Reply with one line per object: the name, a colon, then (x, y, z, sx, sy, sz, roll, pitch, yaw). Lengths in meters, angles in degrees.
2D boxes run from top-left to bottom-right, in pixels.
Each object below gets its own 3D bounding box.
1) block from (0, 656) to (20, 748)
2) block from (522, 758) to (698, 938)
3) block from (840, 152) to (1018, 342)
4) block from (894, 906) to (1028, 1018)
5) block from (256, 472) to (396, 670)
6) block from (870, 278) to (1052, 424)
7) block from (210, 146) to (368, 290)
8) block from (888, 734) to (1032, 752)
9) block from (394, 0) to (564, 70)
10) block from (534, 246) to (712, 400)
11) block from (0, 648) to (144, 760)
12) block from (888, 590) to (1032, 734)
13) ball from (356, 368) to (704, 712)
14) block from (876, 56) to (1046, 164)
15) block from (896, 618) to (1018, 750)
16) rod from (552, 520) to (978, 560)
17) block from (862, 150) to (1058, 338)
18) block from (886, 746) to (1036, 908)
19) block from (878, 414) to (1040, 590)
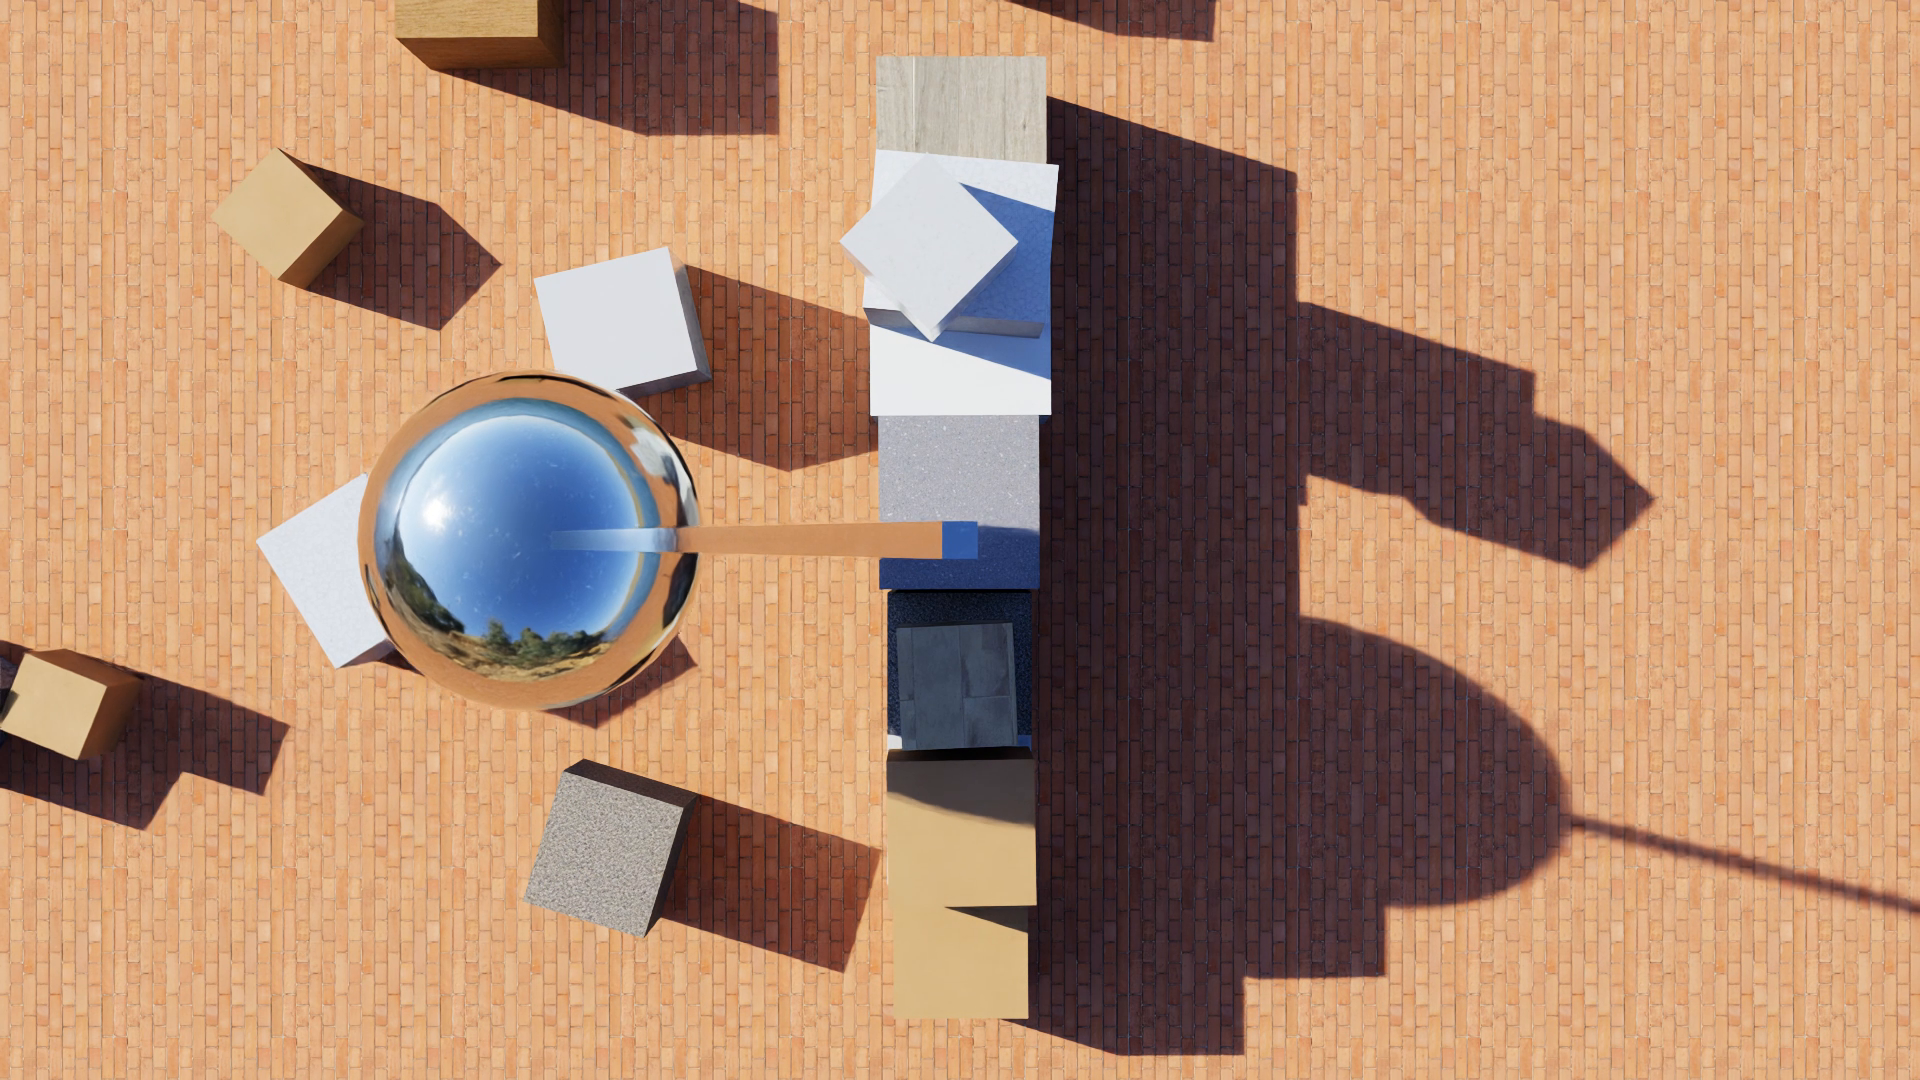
block: (-5.888, 0.956, 12.683, 0.660, 0.633, 0.688, 33, 90, 0)
block: (-1.996, 1.760, 12.647, 0.708, 0.707, 0.764, 17, 90, 0)
block: (-0.149, -1.426, 10.802, 0.611, 0.603, 0.598, 45, 90, 0)
block: (0.004, 2.290, 12.576, 0.744, 0.848, 0.710, 0, 90, 0)
block: (-3.372, 0.172, 12.578, 0.709, 0.842, 0.840, -32, 90, 0)
block: (0.002, -1.163, 12.493, 0.984, 1.013, 0.965, 0, 90, 0)
block: (-3.881, -1.856, 12.741, 0.526, 0.519, 0.545, 43, 90, 0)
block: (-0.004, 1.505, 12.633, 0.802, 0.734, 0.837, 0, 90, 0)
block: (-2.737, -3.144, 12.587, 0.790, 0.826, 0.719, -1, 90, 0)
block: (-1.917, -1.200, 12.614, 0.766, 0.771, 0.705, -14, 90, 0)
block: (-5.139, 0.943, 12.719, 0.499, 0.562, 0.450, 22, 90, 0)
block: (-0.003, 0.685, 12.580, 0.799, 0.840, 0.785, 0, 90, 0)
ball: (-1.998, 0.000, 10.296, 1.600, 1.600, 1.600, 0, 90, 0)
block: (0.007, -2.145, 12.506, 0.929, 0.989, 0.993, 0, 90, 0)
block: (-0.014, 0.768, 11.832, 0.609, 0.656, 0.641, -3, 90, 0)
rod: (-0.866, 0.000, 7.091, 0.080, 5.200, 0.080, 0, 90, -19)
block: (0.003, -1.534, 11.545, 0.925, 0.883, 0.800, 5, 90, 0)
block: (0.003, 1.546, 11.941, 0.782, 0.651, 0.772, -1, 91, -1)
block: (-0.005, -0.207, 12.486, 0.874, 1.028, 0.948, 0, 90, 0)
